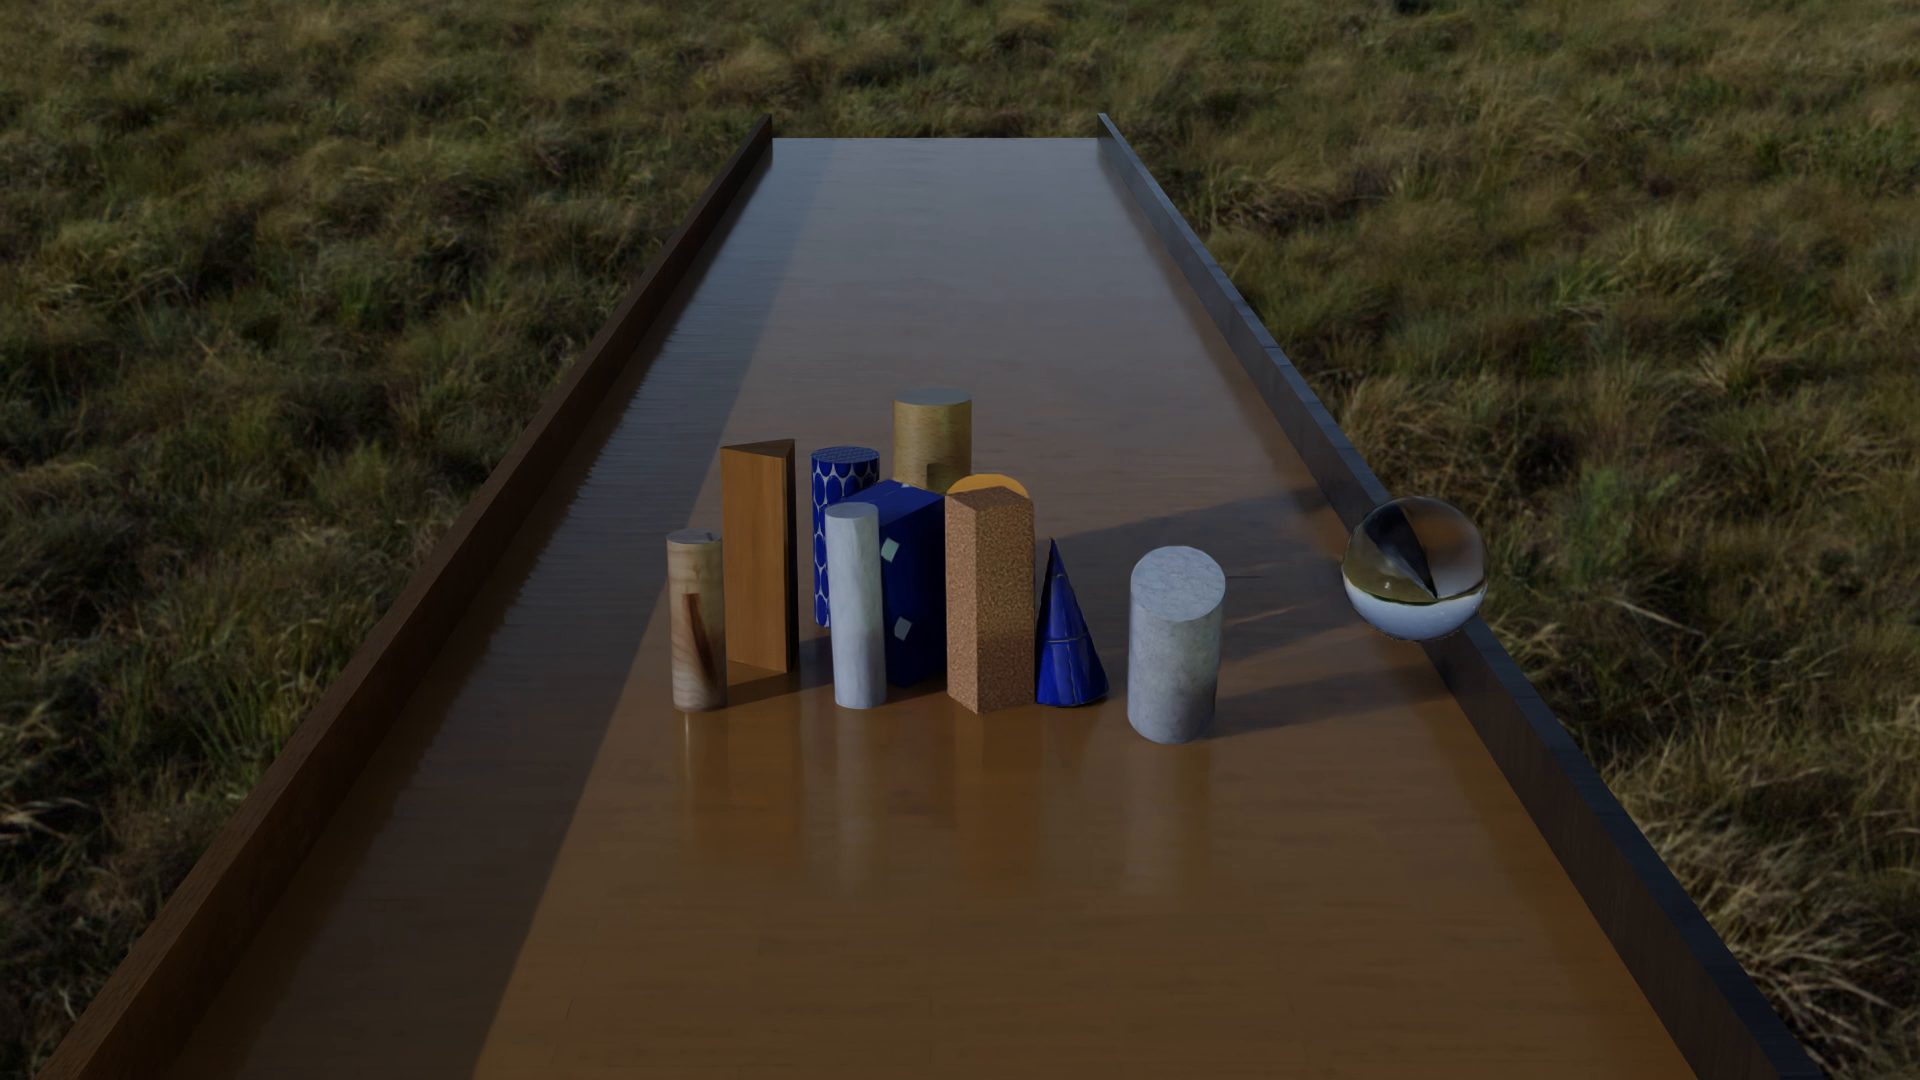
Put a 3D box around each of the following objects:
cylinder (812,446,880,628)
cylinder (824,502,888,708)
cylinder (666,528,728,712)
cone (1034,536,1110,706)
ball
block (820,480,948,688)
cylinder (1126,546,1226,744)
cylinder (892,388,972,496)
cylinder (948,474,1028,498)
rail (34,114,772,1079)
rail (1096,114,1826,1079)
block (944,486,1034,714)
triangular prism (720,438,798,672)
[{"bbox_3d":[-0.238,-0.005,4.614,0.143,0.359,0.143,0,17,0],"label":"cylinder"},{"bbox_3d":[-0.195,0.123,4.141,0.101,0.378,0.101,-2,19,1],"label":"cylinder"},{"bbox_3d":[-0.494,0.152,4.136,0.104,0.331,0.104,0,17,0],"label":"cylinder"},{"bbox_3d":[0.190,0.140,4.180,0.164,0.312,0.164,-6,18,2],"label":"cone"},{"bbox_3d":[0.810,0.051,3.910,0.259,0.259,0.259,0,17,0],"label":"ball"},{"bbox_3d":[-0.126,0.084,4.303,0.174,0.341,0.174,-26,29,-35],"label":"block"},{"bbox_3d":[0.377,0.190,3.879,0.161,0.383,0.161,-1,52,2],"label":"cylinder"},{"bbox_3d":[-0.062,-0.115,4.884,0.175,0.416,0.175,0,17,0],"label":"cylinder"},{"bbox_3d":[0.054,0.054,4.371,0.160,0.349,0.160,0,40,0],"label":"cylinder"},{"bbox_3d":[-1.118,-0.838,7.780,0.050,0.150,12.000,0,17,-1],"label":"rail"},{"bbox_3d":[0.932,-0.844,7.801,0.050,0.150,12.000,0,17,-1],"label":"rail"},{"bbox_3d":[0.056,0.113,4.144,0.123,0.400,0.123,-9,19,-26],"label":"block"},{"bbox_3d":[-0.368,0.024,4.377,0.155,0.438,0.134,10,19,31],"label":"triangular prism"}]
